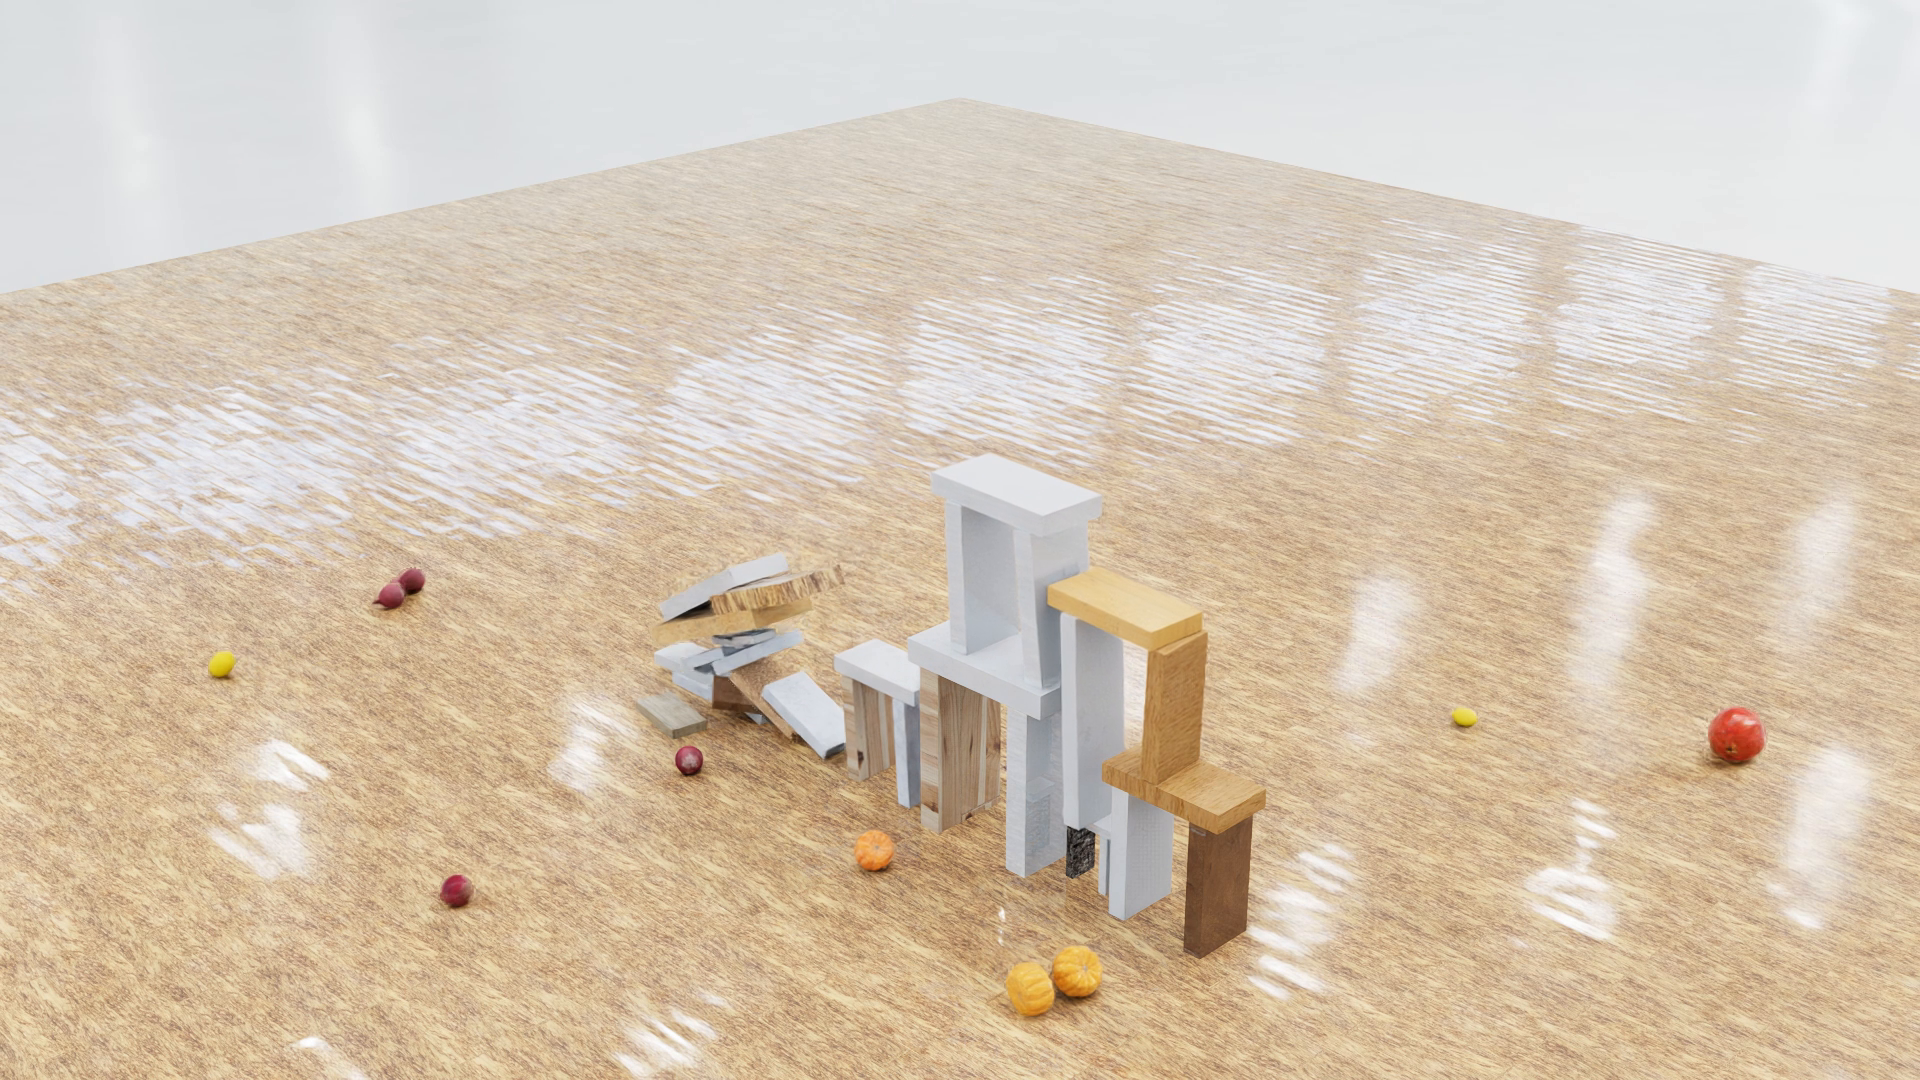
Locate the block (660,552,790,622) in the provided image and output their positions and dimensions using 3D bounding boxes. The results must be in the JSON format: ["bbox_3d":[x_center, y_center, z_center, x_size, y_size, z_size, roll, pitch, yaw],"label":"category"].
[{"bbox_3d":[-0.524,0.105,4.868,0.149,0.042,0.299,-17,-5,-42],"label":"block"}]

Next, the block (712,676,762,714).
[{"bbox_3d":[-0.441,0.345,4.820,0.203,0.024,0.084,8,36,-12],"label":"block"}]

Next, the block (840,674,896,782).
[{"bbox_3d":[-0.186,0.373,4.580,0.033,0.234,0.117,16,28,42],"label":"block"}]

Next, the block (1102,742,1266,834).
[{"bbox_3d":[0.403,0.442,3.975,0.271,0.038,0.135,21,31,41],"label":"block"}]

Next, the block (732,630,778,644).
[{"bbox_3d":[-0.440,0.208,4.719,0.056,0.016,0.113,-17,5,-27],"label":"block"}]

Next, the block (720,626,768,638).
[{"bbox_3d":[-0.471,0.194,4.789,0.056,0.016,0.113,-18,4,-37],"label":"block"}]

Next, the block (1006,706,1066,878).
[{"bbox_3d":[0.169,0.456,4.233,0.050,0.354,0.177,21,31,41],"label":"block"}]

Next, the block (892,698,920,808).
[{"bbox_3d":[-0.078,0.416,4.479,0.117,0.234,0.033,-21,28,-41],"label":"block"}]

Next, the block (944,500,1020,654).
[{"bbox_3d":[0.045,0.053,4.213,0.151,0.301,0.043,-21,28,-40],"label":"block"}]

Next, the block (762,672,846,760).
[{"bbox_3d":[-0.316,0.375,4.729,0.108,0.031,0.216,-21,51,-40],"label":"block"}]

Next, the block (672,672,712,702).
[{"bbox_3d":[-0.554,0.325,4.962,0.185,0.026,0.093,21,31,41],"label":"block"}]

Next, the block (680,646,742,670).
[{"bbox_3d":[-0.541,0.253,4.897,0.084,0.024,0.168,-20,1,-40],"label":"block"}]

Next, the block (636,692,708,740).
[{"bbox_3d":[-0.633,0.384,4.825,0.084,0.024,0.168,-15,27,-32],"label":"block"}]

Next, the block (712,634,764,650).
[{"bbox_3d":[-0.487,0.218,4.820,0.112,0.016,0.056,6,20,44],"label":"block"}]

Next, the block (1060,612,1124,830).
[{"bbox_3d":[0.248,0.321,4.089,0.131,0.428,0.037,-21,28,-40],"label":"block"}]

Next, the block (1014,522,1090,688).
[{"bbox_3d":[0.177,0.107,4.084,0.151,0.301,0.043,-21,24,-40],"label":"block"}]

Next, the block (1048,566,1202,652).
[{"bbox_3d":[0.296,0.122,3.960,0.131,0.037,0.262,-19,30,-38],"label":"block"}]

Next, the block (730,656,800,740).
[{"bbox_3d":[-0.393,0.342,4.796,0.108,0.031,0.216,-20,49,-40],"label":"block"}]

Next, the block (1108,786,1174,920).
[{"bbox_3d":[0.339,0.560,4.095,0.038,0.271,0.135,21,31,41],"label":"block"}]

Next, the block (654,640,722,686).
[{"bbox_3d":[-0.599,0.279,5.001,0.185,0.026,0.093,19,29,37],"label":"block"}]

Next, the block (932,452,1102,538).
[{"bbox_3d":[0.103,-0.086,4.097,0.151,0.043,0.301,-20,30,-38],"label":"block"}]

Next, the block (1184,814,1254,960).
[{"bbox_3d":[0.467,0.610,3.977,0.038,0.271,0.135,21,31,41],"label":"block"}]

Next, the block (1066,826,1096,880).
[{"bbox_3d":[0.232,0.583,4.226,0.063,0.125,0.018,-21,31,-40],"label":"block"}]

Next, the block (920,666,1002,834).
[{"bbox_3d":[0.002,0.391,4.386,0.050,0.354,0.177,21,31,41],"label":"block"}]

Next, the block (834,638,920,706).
[{"bbox_3d":[-0.134,0.269,4.482,0.234,0.033,0.117,21,31,40],"label":"block"}]

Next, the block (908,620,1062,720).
[{"bbox_3d":[0.085,0.238,4.231,0.354,0.050,0.177,21,31,41],"label":"block"}]

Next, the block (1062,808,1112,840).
[{"bbox_3d":[0.262,0.529,4.171,0.063,0.018,0.125,-21,31,-40],"label":"block"}]

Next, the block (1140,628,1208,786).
[{"bbox_3d":[0.384,0.295,3.936,0.037,0.262,0.131,20,30,37],"label":"block"}]

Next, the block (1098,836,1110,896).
[{"bbox_3d":[0.291,0.606,4.171,0.063,0.125,0.018,-21,31,-40],"label":"block"}]

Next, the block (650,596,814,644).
[{"bbox_3d":[-0.505,0.172,4.813,0.149,0.042,0.435,-18,4,-37],"label":"block"}]

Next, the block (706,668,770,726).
[{"bbox_3d":[-0.467,0.336,4.876,0.185,0.026,0.093,36,39,31],"label":"block"}]

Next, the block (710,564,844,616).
[{"bbox_3d":[-0.388,0.107,4.640,0.149,0.042,0.299,-18,4,-36],"label":"block"}]

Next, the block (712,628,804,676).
[{"bbox_3d":[-0.441,0.245,4.798,0.108,0.031,0.216,-20,-2,-37],"label":"block"}]
